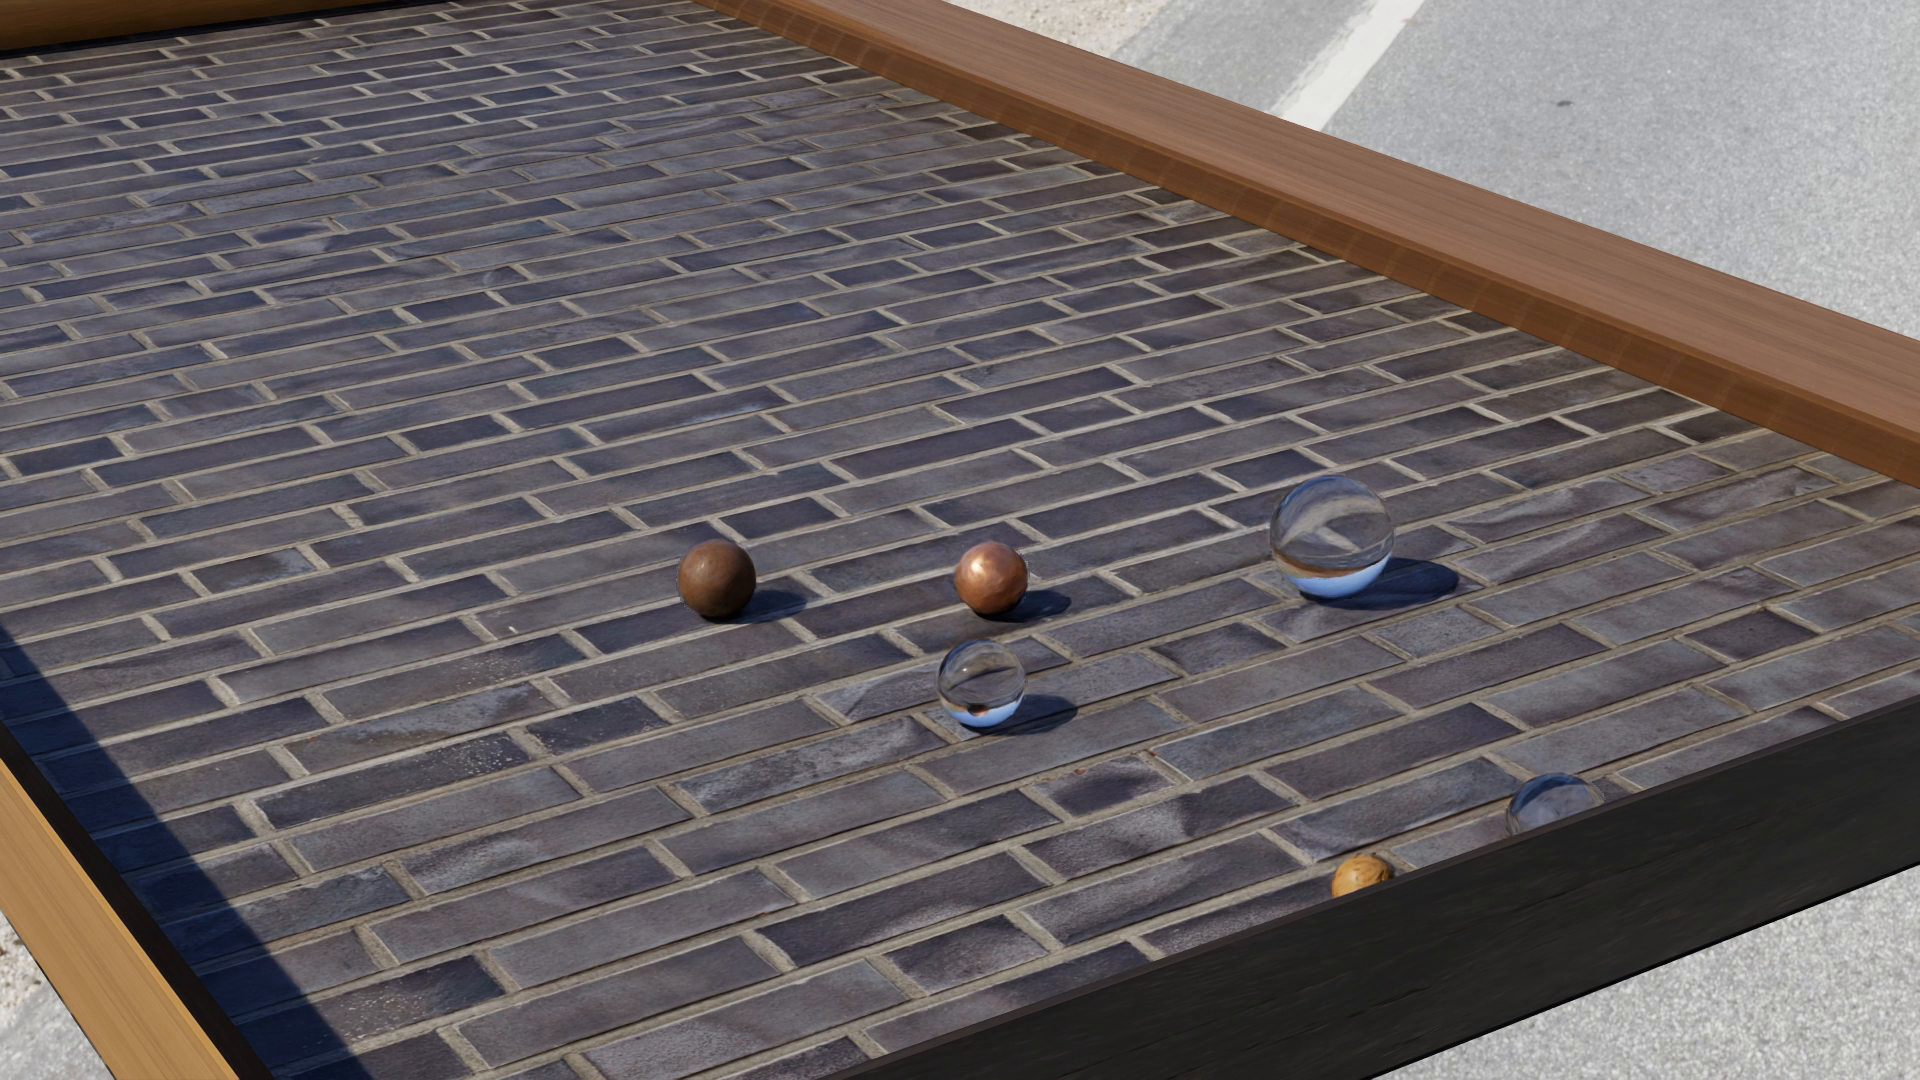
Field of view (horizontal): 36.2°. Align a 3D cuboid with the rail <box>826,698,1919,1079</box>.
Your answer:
[{"bbox_3d":[0.382,0.203,1.775,1.592,0.126,0.045,-14,27,-30],"label":"rail"}]

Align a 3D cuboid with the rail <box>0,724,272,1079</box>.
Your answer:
[{"bbox_3d":[-1.045,-0.107,2.506,0.045,0.126,2.926,-14,27,-30],"label":"rail"}]

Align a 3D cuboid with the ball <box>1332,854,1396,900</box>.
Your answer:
[{"bbox_3d":[0.254,0.218,1.850,0.041,0.041,0.041,0,23,0],"label":"ball"}]

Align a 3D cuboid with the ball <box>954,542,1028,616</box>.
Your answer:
[{"bbox_3d":[0.024,0.030,2.275,0.057,0.057,0.057,0,23,0],"label":"ball"}]

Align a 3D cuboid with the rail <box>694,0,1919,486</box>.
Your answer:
[{"bbox_3d":[0.255,-0.433,3.274,0.045,0.126,2.926,-14,27,-30],"label":"rail"}]

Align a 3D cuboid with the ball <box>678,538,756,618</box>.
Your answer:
[{"bbox_3d":[-0.188,0.030,2.270,0.061,0.061,0.061,0,23,0],"label":"ball"}]

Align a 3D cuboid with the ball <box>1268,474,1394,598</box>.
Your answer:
[{"bbox_3d":[0.290,-0.003,2.300,0.097,0.097,0.097,0,23,0],"label":"ball"}]

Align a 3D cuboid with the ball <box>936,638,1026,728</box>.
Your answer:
[{"bbox_3d":[0.015,0.102,2.096,0.063,0.063,0.063,0,23,0],"label":"ball"}]

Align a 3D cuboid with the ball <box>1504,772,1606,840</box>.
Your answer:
[{"bbox_3d":[0.386,0.184,1.899,0.067,0.067,0.067,0,23,0],"label":"ball"}]

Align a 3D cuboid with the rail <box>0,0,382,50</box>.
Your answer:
[{"bbox_3d":[-1.172,-0.743,4.005,1.592,0.126,0.045,-14,27,-30],"label":"rail"}]
